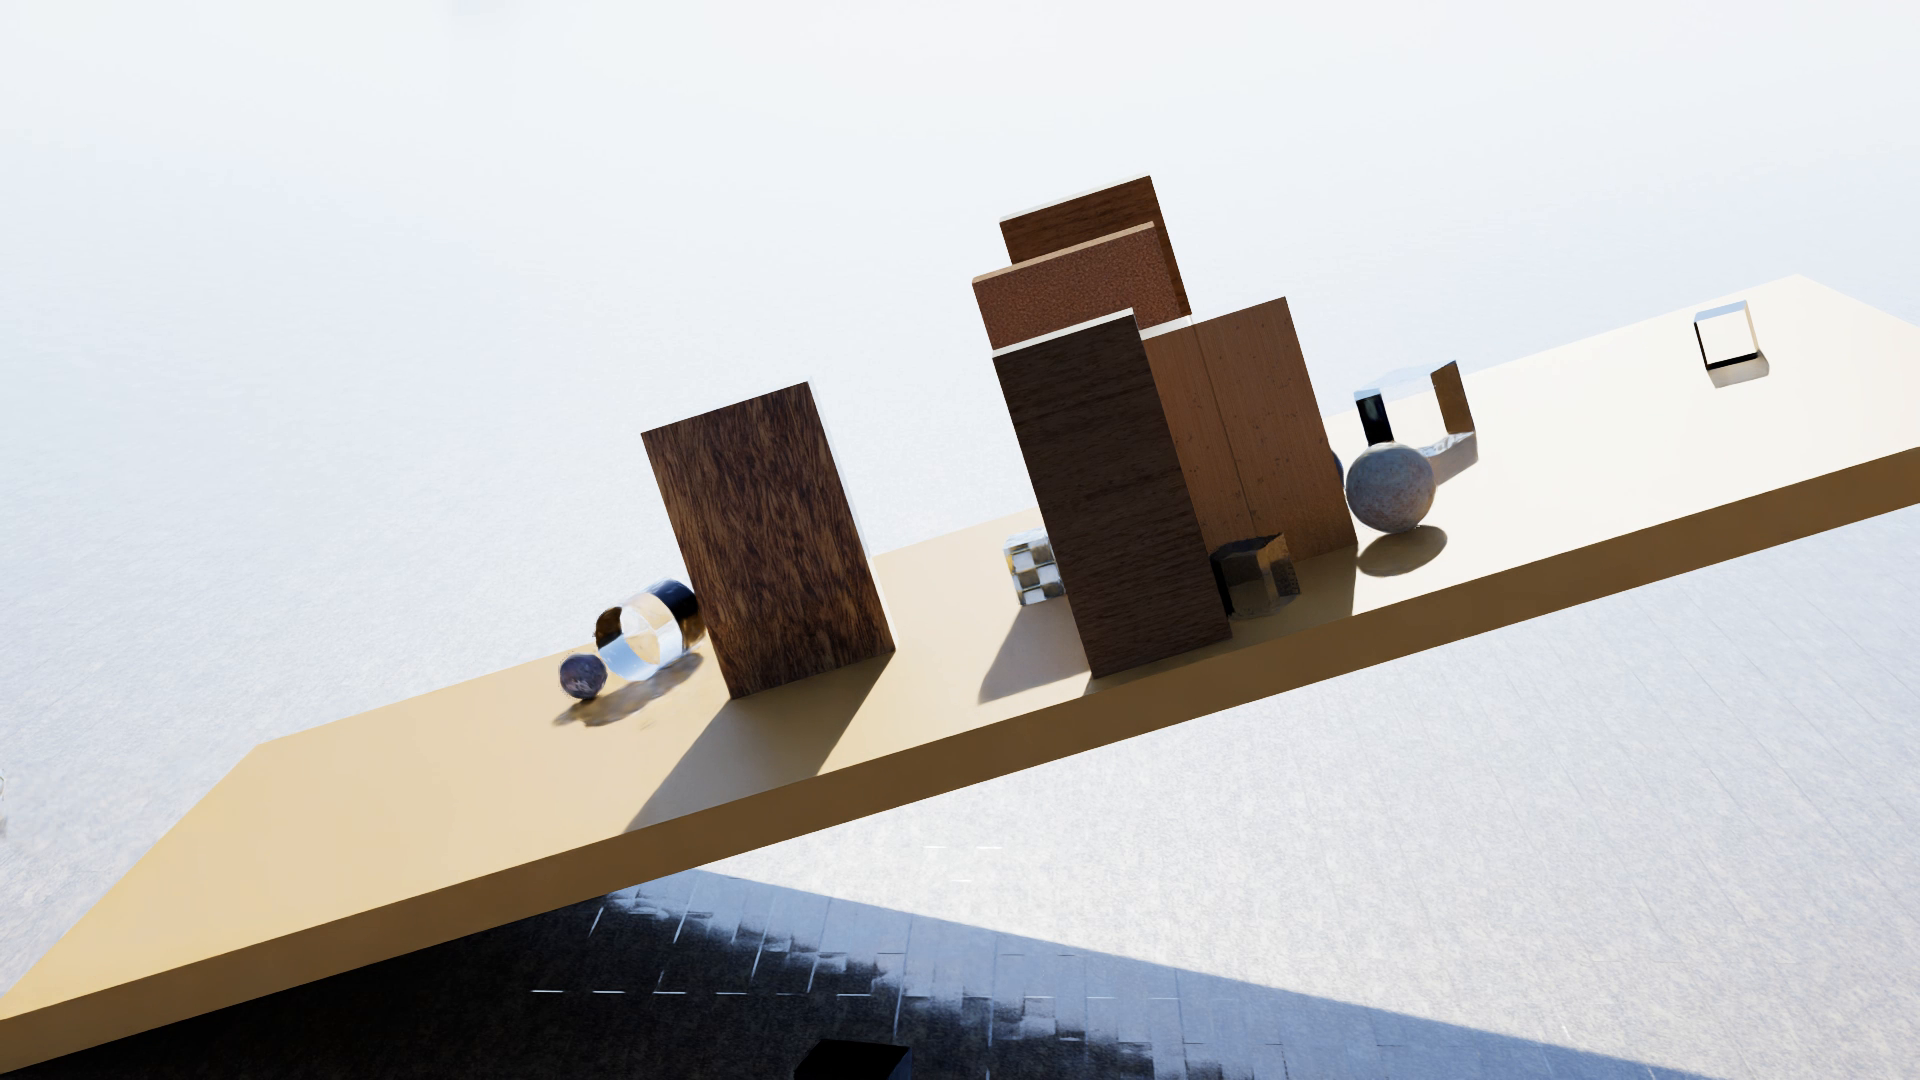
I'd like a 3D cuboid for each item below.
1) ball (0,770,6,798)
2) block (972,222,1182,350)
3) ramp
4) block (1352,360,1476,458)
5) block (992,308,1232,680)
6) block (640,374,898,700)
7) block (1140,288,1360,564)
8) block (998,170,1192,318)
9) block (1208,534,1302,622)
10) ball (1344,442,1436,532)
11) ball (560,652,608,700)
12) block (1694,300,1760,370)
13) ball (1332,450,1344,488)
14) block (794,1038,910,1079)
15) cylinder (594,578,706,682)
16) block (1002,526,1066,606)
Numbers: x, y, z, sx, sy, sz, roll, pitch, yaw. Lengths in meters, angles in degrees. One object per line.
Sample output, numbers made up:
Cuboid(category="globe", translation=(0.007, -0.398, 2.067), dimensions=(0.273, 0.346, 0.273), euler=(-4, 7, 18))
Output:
Cuboid(category="ball", translation=(-2.414, 0.602, 7.246), dimensions=(0.119, 0.119, 0.119), euler=(0, 11, 0))
Cuboid(category="block", translation=(0.326, -0.348, 6.654), dimensions=(0.426, 0.635, 0.129), euler=(-17, 10, 5))
Cuboid(category="ramp", translation=(0.099, 0.183, 6.312), dimensions=(4.000, 0.100, 2.000), euler=(-17, 10, 5))
Cuboid(category="block", translation=(1.000, -0.282, 6.472), dimensions=(0.168, 0.168, 0.168), euler=(-8, 15, 45))
Cuboid(category="block", translation=(0.279, -0.083, 5.376), dimensions=(0.266, 0.624, 0.093), euler=(-17, 10, 5))
Cuboid(category="block", translation=(-0.397, -0.004, 6.182), dimensions=(0.367, 0.599, 0.096), euler=(-17, 10, 5))
Cuboid(category="block", translation=(0.527, -0.192, 5.836), dimensions=(0.386, 0.513, 0.147), euler=(-17, 10, 5))
Cuboid(category="block", translation=(0.378, -0.478, 7.019), dimensions=(0.372, 0.716, 0.140), euler=(-17, 10, 5))
Cuboid(category="block", translation=(0.545, 0.072, 5.516), dimensions=(0.122, 0.122, 0.122), euler=(-11, 12, 34))
Cuboid(category="ball", translation=(0.844, -0.103, 5.769), dimensions=(0.179, 0.179, 0.179), euler=(0, 11, 0))
Cuboid(category="ball", translation=(-0.858, 0.309, 6.695), dimensions=(0.108, 0.108, 0.108), euler=(0, 11, 0))
Cuboid(category="block", translation=(1.658, -0.443, 6.361), dimensions=(0.110, 0.110, 0.110), euler=(-14, 11, 21))
Cuboid(category="ball", translation=(0.732, -0.132, 6.185), dimensions=(0.152, 0.152, 0.152), euler=(0, 11, 0))
Cuboid(category="block", translation=(-0.188, 0.994, 5.185), dimensions=(0.166, 0.166, 0.166), euler=(3, 12, 14))
Cuboid(category="cylinder", translation=(-0.710, 0.206, 6.763), dimensions=(0.184, 0.184, 0.184), euler=(7, 22, 30))
Cuboid(category="block", translation=(0.177, 0.048, 6.243), dimensions=(0.130, 0.130, 0.130), euler=(-16, 10, 10))
